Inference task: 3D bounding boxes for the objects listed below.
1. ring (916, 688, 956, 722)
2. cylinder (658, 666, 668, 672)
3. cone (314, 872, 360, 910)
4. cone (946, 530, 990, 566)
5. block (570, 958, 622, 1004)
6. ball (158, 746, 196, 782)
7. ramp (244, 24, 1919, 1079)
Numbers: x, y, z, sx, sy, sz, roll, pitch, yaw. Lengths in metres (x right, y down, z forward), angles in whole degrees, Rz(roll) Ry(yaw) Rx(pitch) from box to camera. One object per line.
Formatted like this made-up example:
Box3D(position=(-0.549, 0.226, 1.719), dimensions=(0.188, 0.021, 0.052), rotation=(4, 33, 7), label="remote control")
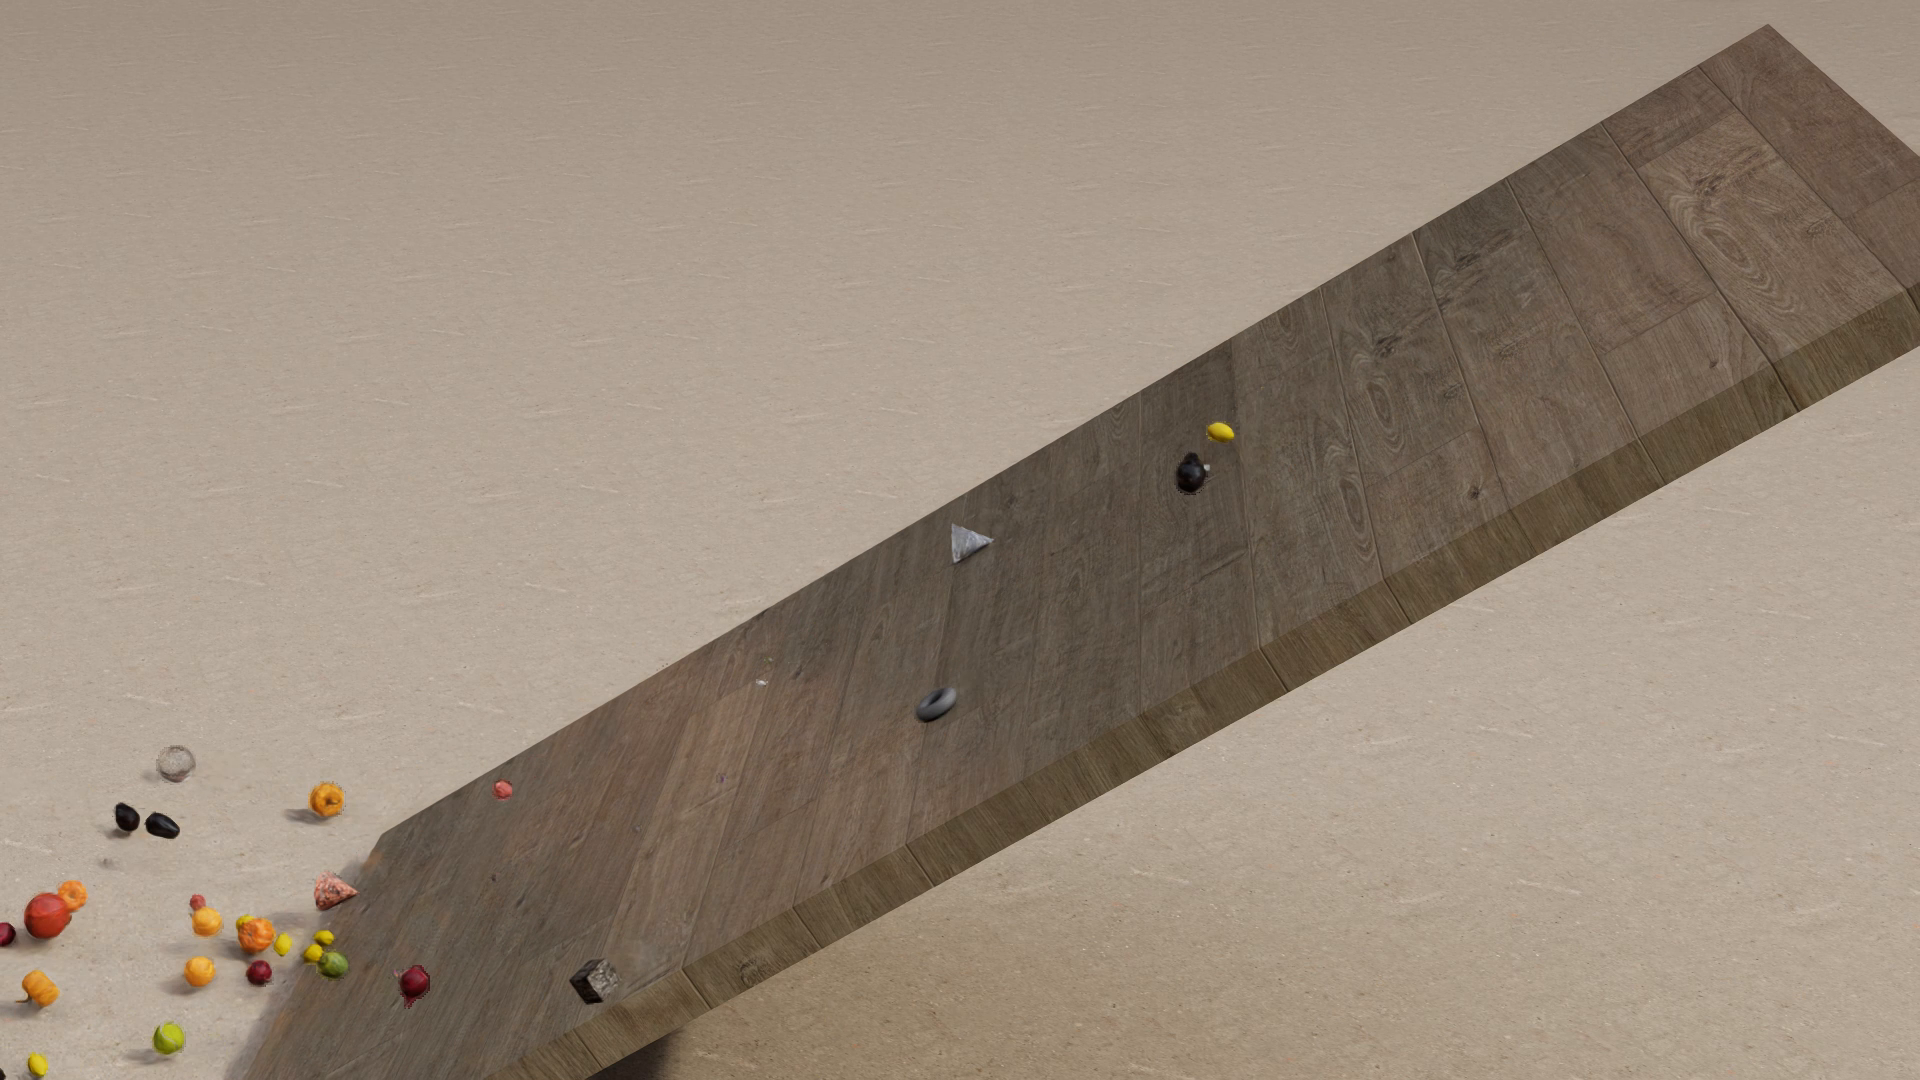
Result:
Box3D(position=(-0.048, 0.331, 5.924), dimensions=(0.094, 0.031, 0.094), rotation=(-31, 16, 10), label="ring")
Box3D(position=(-0.743, 0.353, 7.652), dimensions=(0.060, 0.060, 0.060), rotation=(-25, 11, 22), label="cylinder")
Box3D(position=(-1.533, 0.875, 7.304), dimensions=(0.099, 0.099, 0.099), rotation=(1, 19, 18), label="cone")
Box3D(position=(0.033, 0.004, 6.758), dimensions=(0.095, 0.095, 0.095), rotation=(-21, 11, 25), label="cone")
Box3D(position=(-0.695, 0.843, 5.618), dimensions=(0.060, 0.060, 0.060), rotation=(-16, 23, 49), label="block")
Box3D(position=(-2.177, 0.624, 8.178), dimensions=(0.099, 0.099, 0.099), rotation=(0, 20, 0), label="ball")
Box3D(position=(0.140, 0.170, 6.292), dimensions=(4.000, 0.100, 2.000), rotation=(-30, 15, 13), label="ramp")
